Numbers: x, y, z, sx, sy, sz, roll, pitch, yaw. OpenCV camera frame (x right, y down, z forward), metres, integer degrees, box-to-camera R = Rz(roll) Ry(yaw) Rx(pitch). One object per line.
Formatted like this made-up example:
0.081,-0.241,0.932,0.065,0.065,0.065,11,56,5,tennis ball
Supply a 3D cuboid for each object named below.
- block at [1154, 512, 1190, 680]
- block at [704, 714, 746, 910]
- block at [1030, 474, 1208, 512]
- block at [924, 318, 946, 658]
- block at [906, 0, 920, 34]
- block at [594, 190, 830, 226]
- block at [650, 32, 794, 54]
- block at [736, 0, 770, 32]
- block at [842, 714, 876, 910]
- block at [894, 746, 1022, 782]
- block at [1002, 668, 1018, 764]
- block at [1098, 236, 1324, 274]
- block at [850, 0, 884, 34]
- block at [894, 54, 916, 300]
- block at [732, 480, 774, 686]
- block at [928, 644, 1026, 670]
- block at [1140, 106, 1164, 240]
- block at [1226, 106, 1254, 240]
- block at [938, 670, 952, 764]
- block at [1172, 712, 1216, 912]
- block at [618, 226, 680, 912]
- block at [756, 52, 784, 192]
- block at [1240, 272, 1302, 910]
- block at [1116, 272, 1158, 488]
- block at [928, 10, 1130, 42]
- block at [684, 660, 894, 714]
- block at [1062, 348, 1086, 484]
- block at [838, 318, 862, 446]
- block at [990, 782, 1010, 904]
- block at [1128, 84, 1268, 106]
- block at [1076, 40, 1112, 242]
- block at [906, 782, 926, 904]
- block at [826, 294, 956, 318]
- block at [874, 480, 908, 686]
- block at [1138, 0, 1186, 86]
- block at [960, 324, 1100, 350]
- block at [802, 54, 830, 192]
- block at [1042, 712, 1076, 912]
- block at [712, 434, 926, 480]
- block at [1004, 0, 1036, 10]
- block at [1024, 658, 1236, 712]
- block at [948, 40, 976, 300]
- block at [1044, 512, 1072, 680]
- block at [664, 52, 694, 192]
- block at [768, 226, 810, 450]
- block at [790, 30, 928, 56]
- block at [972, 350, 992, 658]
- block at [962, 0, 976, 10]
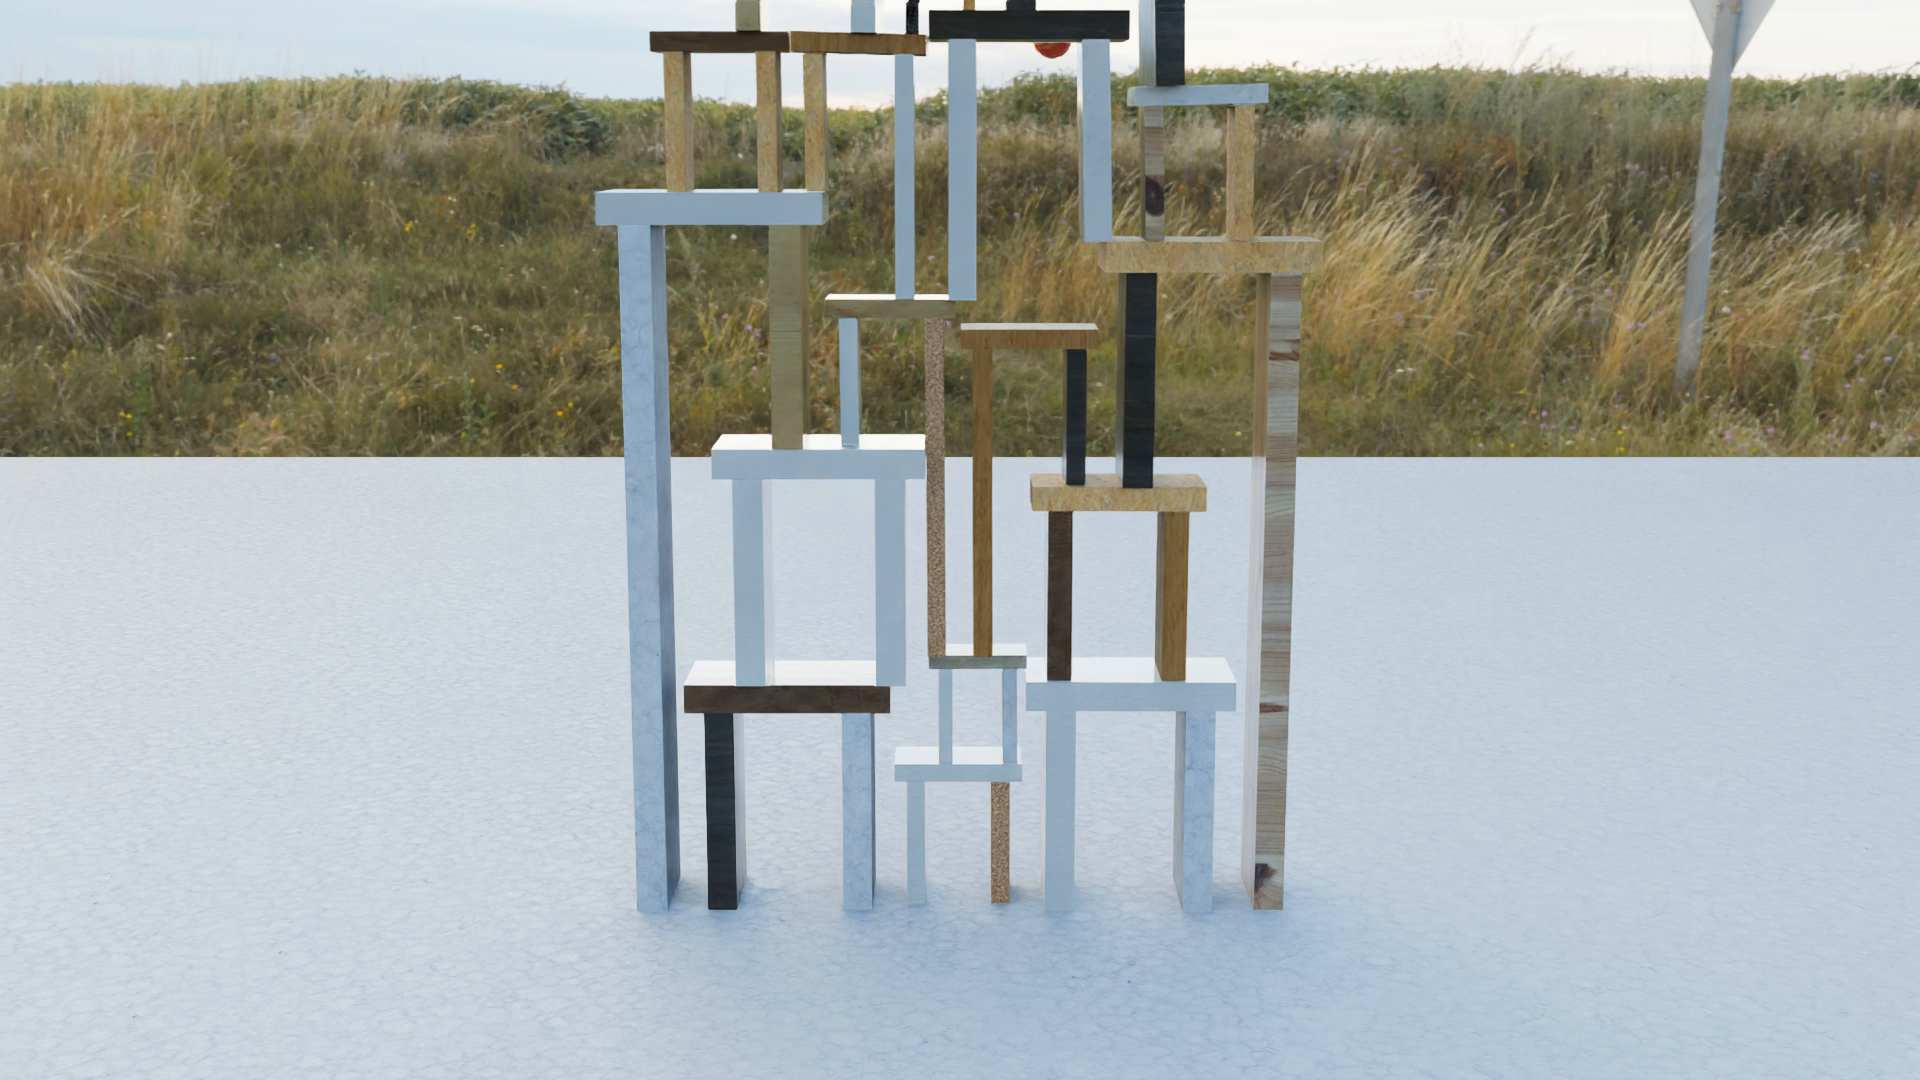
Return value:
0.343,0.077,3.569,0.039,0.275,0.138,0,10,0,block
-0.388,0.426,3.644,0.047,0.331,0.166,0,11,0,block
0.252,-0.077,3.541,0.275,0.039,0.138,0,11,0,block
-0.039,-0.088,3.538,0.029,0.546,0.102,0,11,0,block
-0.073,-0.865,3.395,0.019,0.167,0.066,0,11,1,block
-0.386,-0.525,3.463,0.348,0.049,0.174,0,11,0,block
-0.367,-0.772,3.411,0.212,0.030,0.106,0,11,0,block
-0.321,-0.918,3.382,0.038,0.269,0.135,0,11,1,block
-0.167,0.426,3.643,0.047,0.331,0.166,0,11,0,block
-0.003,0.370,3.633,0.208,0.029,0.104,0,11,0,block
0.081,0.279,3.609,0.022,0.158,0.079,-1,11,0,block
0.393,-0.452,3.479,0.337,0.048,0.168,0,11,0,block
-0.140,-0.918,3.381,0.038,0.273,0.135,2,11,4,block
-0.086,-0.569,3.450,0.030,0.374,0.104,0,11,0,block
-0.334,0.054,3.566,0.047,0.335,0.167,0,11,0,block
0.029,0.190,3.592,0.158,0.022,0.079,0,11,0,block
0.302,-0.577,3.456,0.029,0.206,0.103,-2,11,1,block
0.440,-0.577,3.456,0.029,0.206,0.103,-1,11,0,block
-0.024,0.279,3.609,0.022,0.158,0.079,0,11,0,block
0.387,0.424,3.639,0.048,0.337,0.168,0,11,0,block
-0.502,0.045,3.570,0.049,1.109,0.174,0,11,0,block
-0.297,-0.652,3.433,0.030,0.212,0.106,0,11,0,block
0.504,0.080,3.579,0.048,1.035,0.168,0,11,0,block
0.281,-0.263,3.514,0.048,0.337,0.168,0,11,0,block
0.105,-0.795,3.407,0.305,0.043,0.153,0,11,0,block
-0.277,0.240,3.609,0.331,0.047,0.166,0,11,0,block
0.182,-0.204,3.523,0.031,0.216,0.108,0,11,-1,block
-0.174,-0.258,3.510,0.029,0.203,0.102,0,11,1,block
0.067,0.487,3.655,0.029,0.208,0.104,0,11,0,block
0.370,-0.695,3.434,0.206,0.029,0.103,-2,11,-2,block
0.210,-0.624,3.441,0.043,0.305,0.153,-1,11,0,block
-0.072,0.487,3.655,0.029,0.208,0.104,0,11,0,block
-0.109,-0.371,3.485,0.203,0.029,0.102,0,11,0,block
-0.111,0.054,3.566,0.047,0.335,0.167,0,11,0,block
0.309,-0.920,3.386,0.045,0.433,0.160,-2,11,-5,block
0.109,-0.325,3.498,0.216,0.031,0.108,0,11,-1,block
-0.224,-0.652,3.430,0.030,0.209,0.104,0,13,0,block
0.162,0.424,3.639,0.048,0.337,0.168,0,11,0,block
-0.223,-0.134,3.533,0.335,0.047,0.167,0,11,0,block
0.092,-0.975,3.376,0.045,0.320,0.160,0,11,0,block
0.274,0.236,3.603,0.337,0.048,0.168,0,11,0,block
0.004,-0.580,3.448,0.043,0.396,0.153,0,11,0,block
0.159,0.078,3.569,0.039,0.275,0.138,0,11,0,block
-0.439,-0.652,3.433,0.030,0.212,0.106,0,11,0,block
-0.270,-0.329,3.500,0.049,0.348,0.174,0,11,0,block
-0.156,-0.771,3.414,0.209,0.030,0.104,2,11,1,block
0.036,-0.065,3.546,0.031,0.497,0.108,0,11,0,block
0.014,-0.882,3.391,0.019,0.132,0.066,0,11,0,block
